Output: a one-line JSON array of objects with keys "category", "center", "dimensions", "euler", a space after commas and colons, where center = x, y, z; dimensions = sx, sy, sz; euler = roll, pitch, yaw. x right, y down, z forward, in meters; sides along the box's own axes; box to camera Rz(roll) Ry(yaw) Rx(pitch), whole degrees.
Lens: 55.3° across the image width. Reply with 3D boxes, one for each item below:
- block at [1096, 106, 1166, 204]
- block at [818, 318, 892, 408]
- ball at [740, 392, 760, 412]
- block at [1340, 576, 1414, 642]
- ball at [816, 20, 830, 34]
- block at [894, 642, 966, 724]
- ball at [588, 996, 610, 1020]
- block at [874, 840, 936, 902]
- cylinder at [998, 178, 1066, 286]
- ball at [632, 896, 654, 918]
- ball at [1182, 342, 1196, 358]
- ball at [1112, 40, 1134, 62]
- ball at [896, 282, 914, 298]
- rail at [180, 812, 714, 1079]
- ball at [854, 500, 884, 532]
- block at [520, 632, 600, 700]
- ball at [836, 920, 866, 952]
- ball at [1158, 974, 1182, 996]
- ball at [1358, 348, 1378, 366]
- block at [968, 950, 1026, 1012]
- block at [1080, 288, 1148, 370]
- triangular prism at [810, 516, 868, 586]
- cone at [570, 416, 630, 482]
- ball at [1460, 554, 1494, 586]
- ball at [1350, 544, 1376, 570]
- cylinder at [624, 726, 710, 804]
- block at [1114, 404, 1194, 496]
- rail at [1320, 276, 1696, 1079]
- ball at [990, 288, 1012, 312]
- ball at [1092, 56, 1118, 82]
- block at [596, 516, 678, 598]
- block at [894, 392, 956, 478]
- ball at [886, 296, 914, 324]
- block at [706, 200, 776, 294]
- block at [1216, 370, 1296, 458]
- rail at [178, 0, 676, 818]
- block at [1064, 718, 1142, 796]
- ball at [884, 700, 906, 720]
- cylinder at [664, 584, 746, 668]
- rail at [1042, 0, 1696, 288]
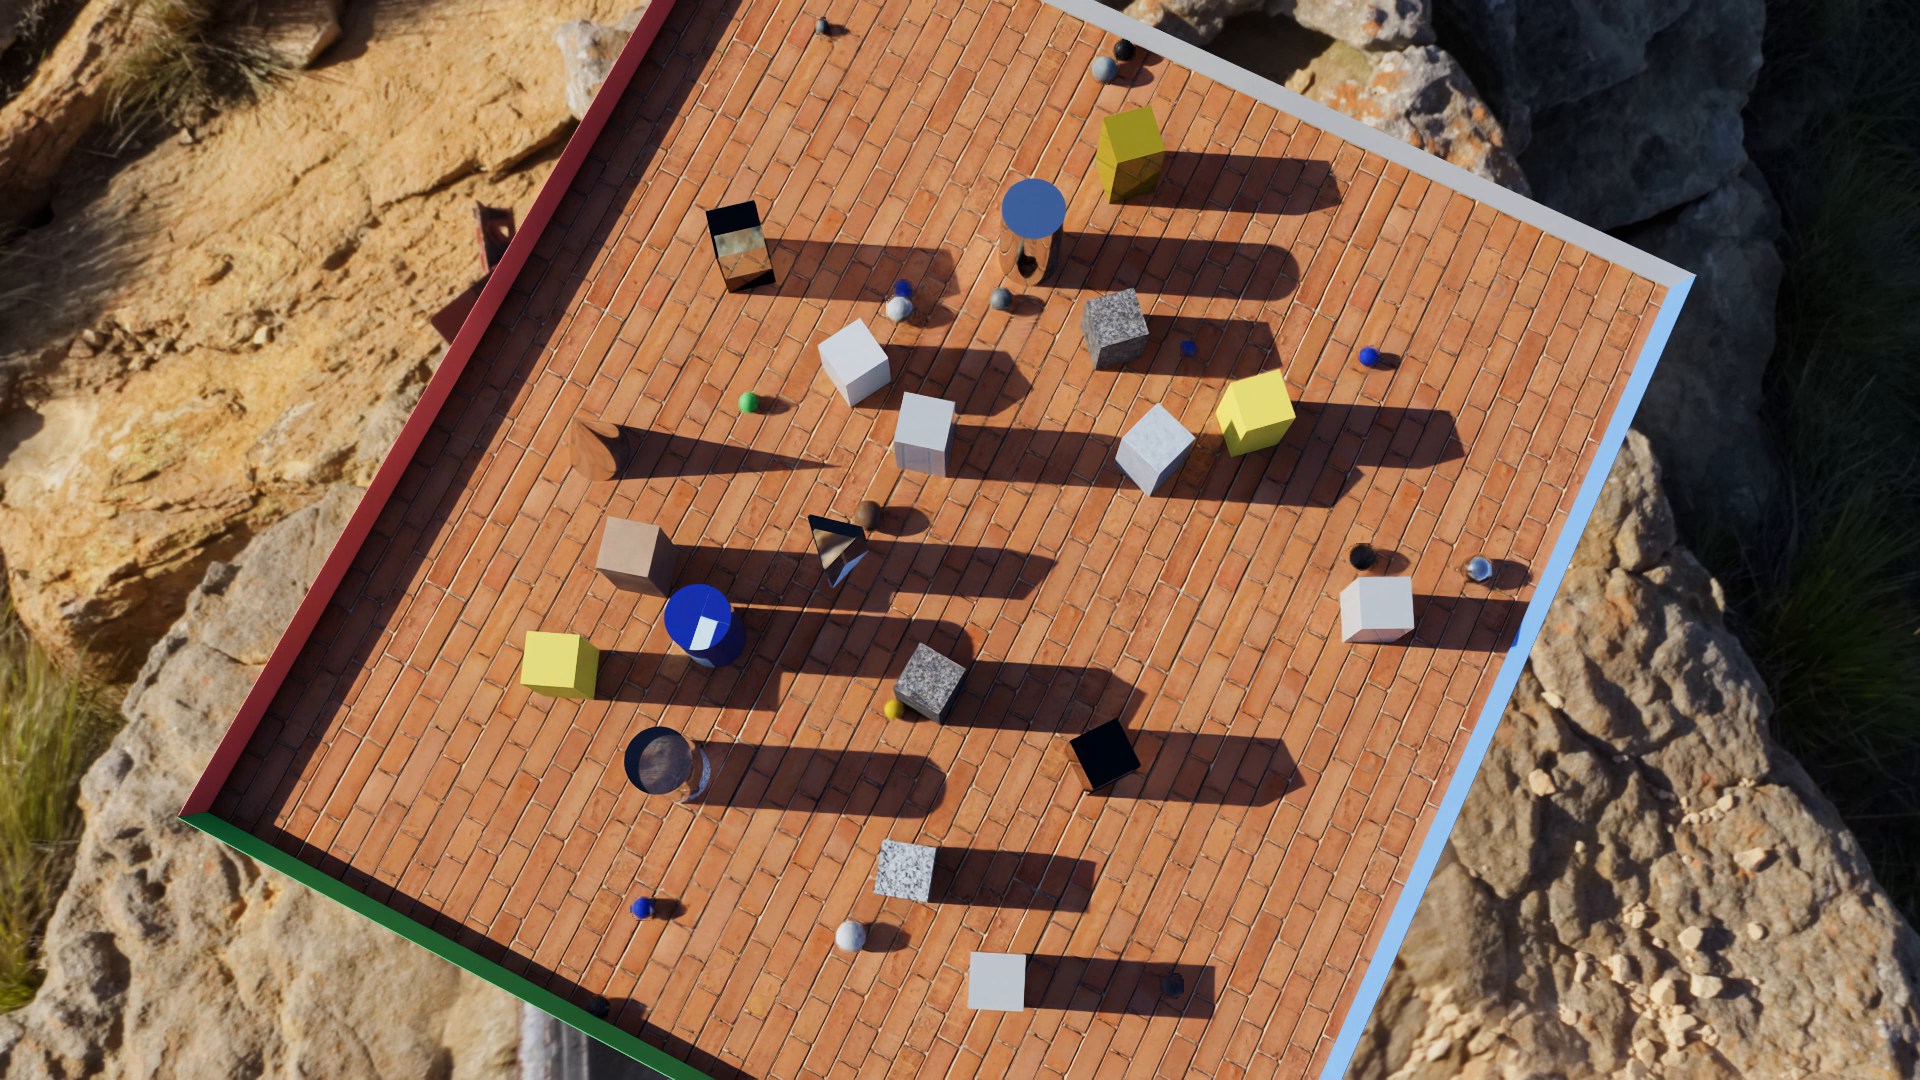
[{"category": "block", "center": [0.527, -1.194, 5.698], "dimensions": [0.152, 0.323, 0.152], "euler": [-15, 79, -3]}, {"category": "block", "center": [-0.321, -0.540, 5.605], "dimensions": [0.152, 0.240, 0.152], "euler": [-34, 80, -7]}, {"category": "ball", "center": [-0.653, -0.427, 5.673], "dimensions": [0.063, 0.063, 0.063], "euler": [0, 78, 0]}, {"category": "block", "center": [1.234, 0.208, 5.437], "dimensions": [0.152, 0.267, 0.152], "euler": [-1, 78, 0]}, {"category": "ball", "center": [-0.446, -1.664, 5.938], "dimensions": [0.044, 0.044, 0.044], "euler": [0, 78, 0]}, {"category": "block", "center": [-0.087, 0.425, 5.378], "dimensions": [0.152, 0.294, 0.152], "euler": [30, 80, 6]}, {"category": "ball", "center": [-1.044, 1.353, 5.303], "dimensions": [0.066, 0.066, 0.066], "euler": [0, 78, 0]}, {"category": "block", "center": [-0.156, 0.957, 5.289], "dimensions": [0.152, 0.254, 0.152], "euler": [9, 78, 2]}, {"category": "cylinder", "center": [0.218, -0.935, 5.601], "dimensions": [0.190, 0.408, 0.190], "euler": [0, 78, 0]}, {"category": "ball", "center": [-0.926, 1.076, 5.362], "dimensions": [0.063, 0.063, 0.063], "euler": [0, 78, 0]}, {"category": "ball", "center": [0.715, -0.594, 5.715], "dimensions": [0.048, 0.048, 0.048], "euler": [0, 78, 0]}, {"category": "ball", "center": [0.527, -1.578, 5.908], "dimensions": [0.069, 0.069, 0.069], "euler": [0, 78, 0]}, {"category": "ball", "center": [-0.175, -0.784, 5.750], "dimensions": [0.056, 0.056, 0.056], "euler": [0, 78, 0]}, {"category": "rail", "center": [-0.776, 1.527, 5.236], "dimensions": [3.328, 0.124, 0.045], "euler": [26, 80, 5]}, {"category": "ball", "center": [-0.277, -0.074, 5.583], "dimensions": [0.095, 0.095, 0.095], "euler": [0, 78, 0]}, {"category": "block", "center": [-1.172, 0.371, 5.388], "dimensions": [0.152, 0.298, 0.152], "euler": [4, 78, 1]}, {"category": "ball", "center": [-0.317, 1.152, 5.333], "dimensions": [0.088, 0.088, 0.088], "euler": [0, 78, 0]}, {"category": "ball", "center": [0.610, 1.291, 5.316], "dimensions": [0.067, 0.067, 0.067], "euler": [0, 78, 0]}, {"category": "ball", "center": [1.272, -0.570, 5.703], "dimensions": [0.061, 0.061, 0.061], "euler": [0, 78, 0]}, {"category": "block", "center": [0.102, 1.249, 5.203], "dimensions": [0.152, 0.303, 0.152], "euler": [3, 78, 1]}, {"category": "block", "center": [0.473, -0.645, 5.628], "dimensions": [0.152, 0.238, 0.152], "euler": [-16, 79, -3]}, {"category": "triangular prism", "center": [-0.387, 0.008, 5.456], "dimensions": [0.143, 0.311, 0.165], "euler": [43, 81, 8]}, {"category": "cone", "center": [-1.114, -0.316, 5.474], "dimensions": [0.190, 0.408, 0.190], "euler": [0, 78, 0]}, {"category": "ball", "center": [1.565, 0.090, 5.549], "dimensions": [0.095, 0.095, 0.095], "euler": [0, 78, 0]}, {"category": "ball", "center": [1.222, 0.053, 5.565], "dimensions": [0.079, 0.079, 0.079], "euler": [0, 78, 0]}, {"category": "cylinder", "center": [-0.841, 0.652, 5.288], "dimensions": [0.190, 0.378, 0.190], "euler": [0, 78, 0]}, {"category": "block", "center": [0.583, -0.269, 5.518], "dimensions": [0.152, 0.301, 0.152], "euler": [44, 82, 8]}, {"category": "rail", "center": [1.467, 0.725, 5.402], "dimensions": [0.045, 0.124, 3.519], "euler": [26, 80, 5]}, {"category": "ball", "center": [0.129, -0.752, 5.735], "dimensions": [0.073, 0.073, 0.073], "euler": [0, 78, 0]}, {"category": "ball", "center": [0.465, -1.514, 5.887], "dimensions": [0.083, 0.083, 0.083], "euler": [0, 78, 0]}, {"category": "block", "center": [-0.951, 0.055, 5.421], "dimensions": [0.152, 0.360, 0.152], "euler": [11, 79, 2]}, {"category": "block", "center": [-0.104, -0.314, 5.516], "dimensions": [0.152, 0.324, 0.152], "euler": [12, 79, 2]}, {"category": "ball", "center": [-0.186, -0.719, 5.722], "dimensions": [0.085, 0.085, 0.085], "euler": [0, 78, 0]}, {"category": "block", "center": [-0.673, -0.900, 5.642], "dimensions": [0.152, 0.314, 0.152], "euler": [-13, 79, -3]}, {"category": "block", "center": [0.890, -0.379, 5.535], "dimensions": [0.152, 0.313, 0.152], "euler": [-16, 79, -3]}, {"category": "rail", "center": [-1.467, -0.712, 5.700], "dimensions": [0.045, 0.124, 3.519], "euler": [26, 80, 5]}, {"category": "block", "center": [0.413, 0.634, 5.343], "dimensions": [0.152, 0.279, 0.152], "euler": [-26, 79, -5]}, {"category": "ball", "center": [-0.195, 0.508, 5.480], "dimensions": [0.061, 0.061, 0.061], "euler": [0, 78, 0]}, {"category": "cylinder", "center": [-0.743, 0.255, 5.374], "dimensions": [0.190, 0.370, 0.190], "euler": [0, 78, 0]}, {"category": "rail", "center": [0.776, -1.514, 5.865], "dimensions": [3.328, 0.124, 0.045], "euler": [26, 80, 5]}]
